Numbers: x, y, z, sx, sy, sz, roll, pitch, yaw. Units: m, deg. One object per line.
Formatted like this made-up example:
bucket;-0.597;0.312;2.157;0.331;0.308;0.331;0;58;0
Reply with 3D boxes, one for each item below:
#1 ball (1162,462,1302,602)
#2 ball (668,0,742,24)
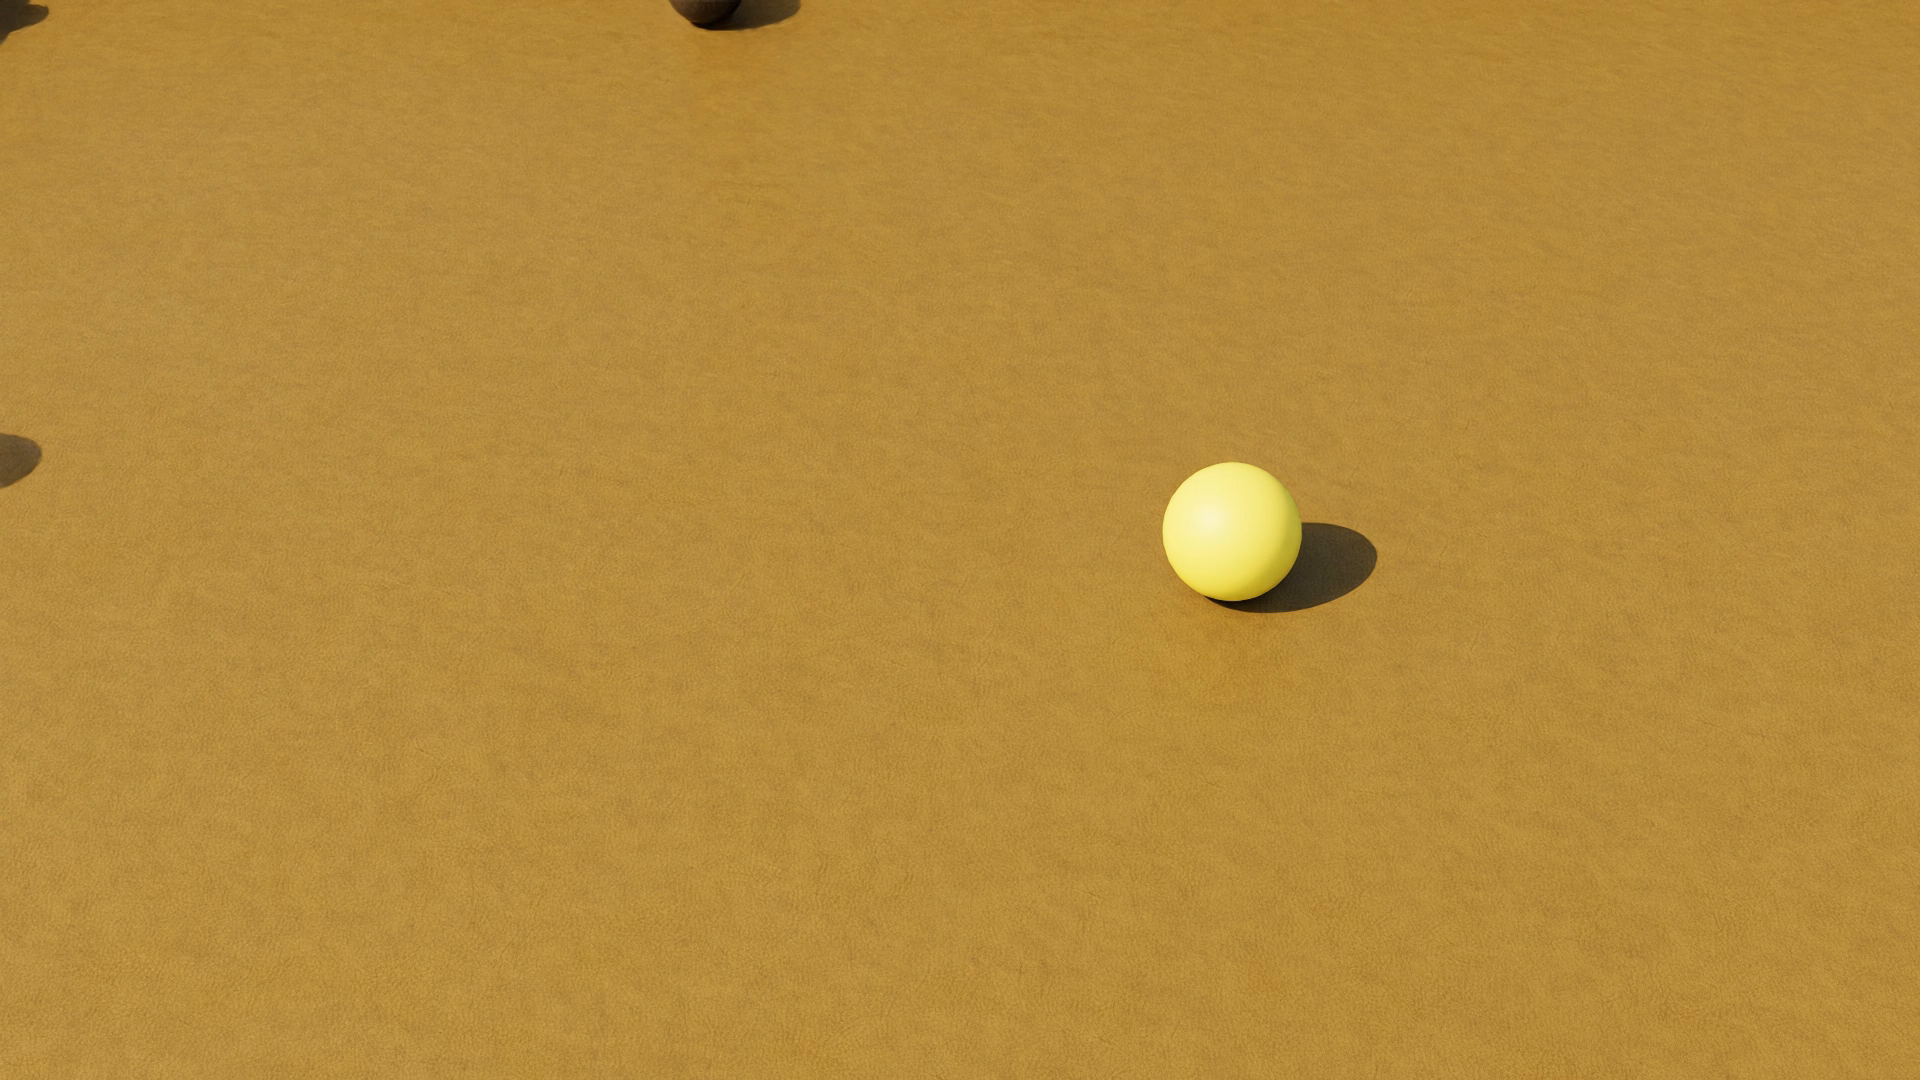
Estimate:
ball;0.169;-0.005;1.597;0.087;0.087;0.087;0;36;0
ball;-0.227;-0.495;2.278;0.072;0.072;0.072;0;36;0
